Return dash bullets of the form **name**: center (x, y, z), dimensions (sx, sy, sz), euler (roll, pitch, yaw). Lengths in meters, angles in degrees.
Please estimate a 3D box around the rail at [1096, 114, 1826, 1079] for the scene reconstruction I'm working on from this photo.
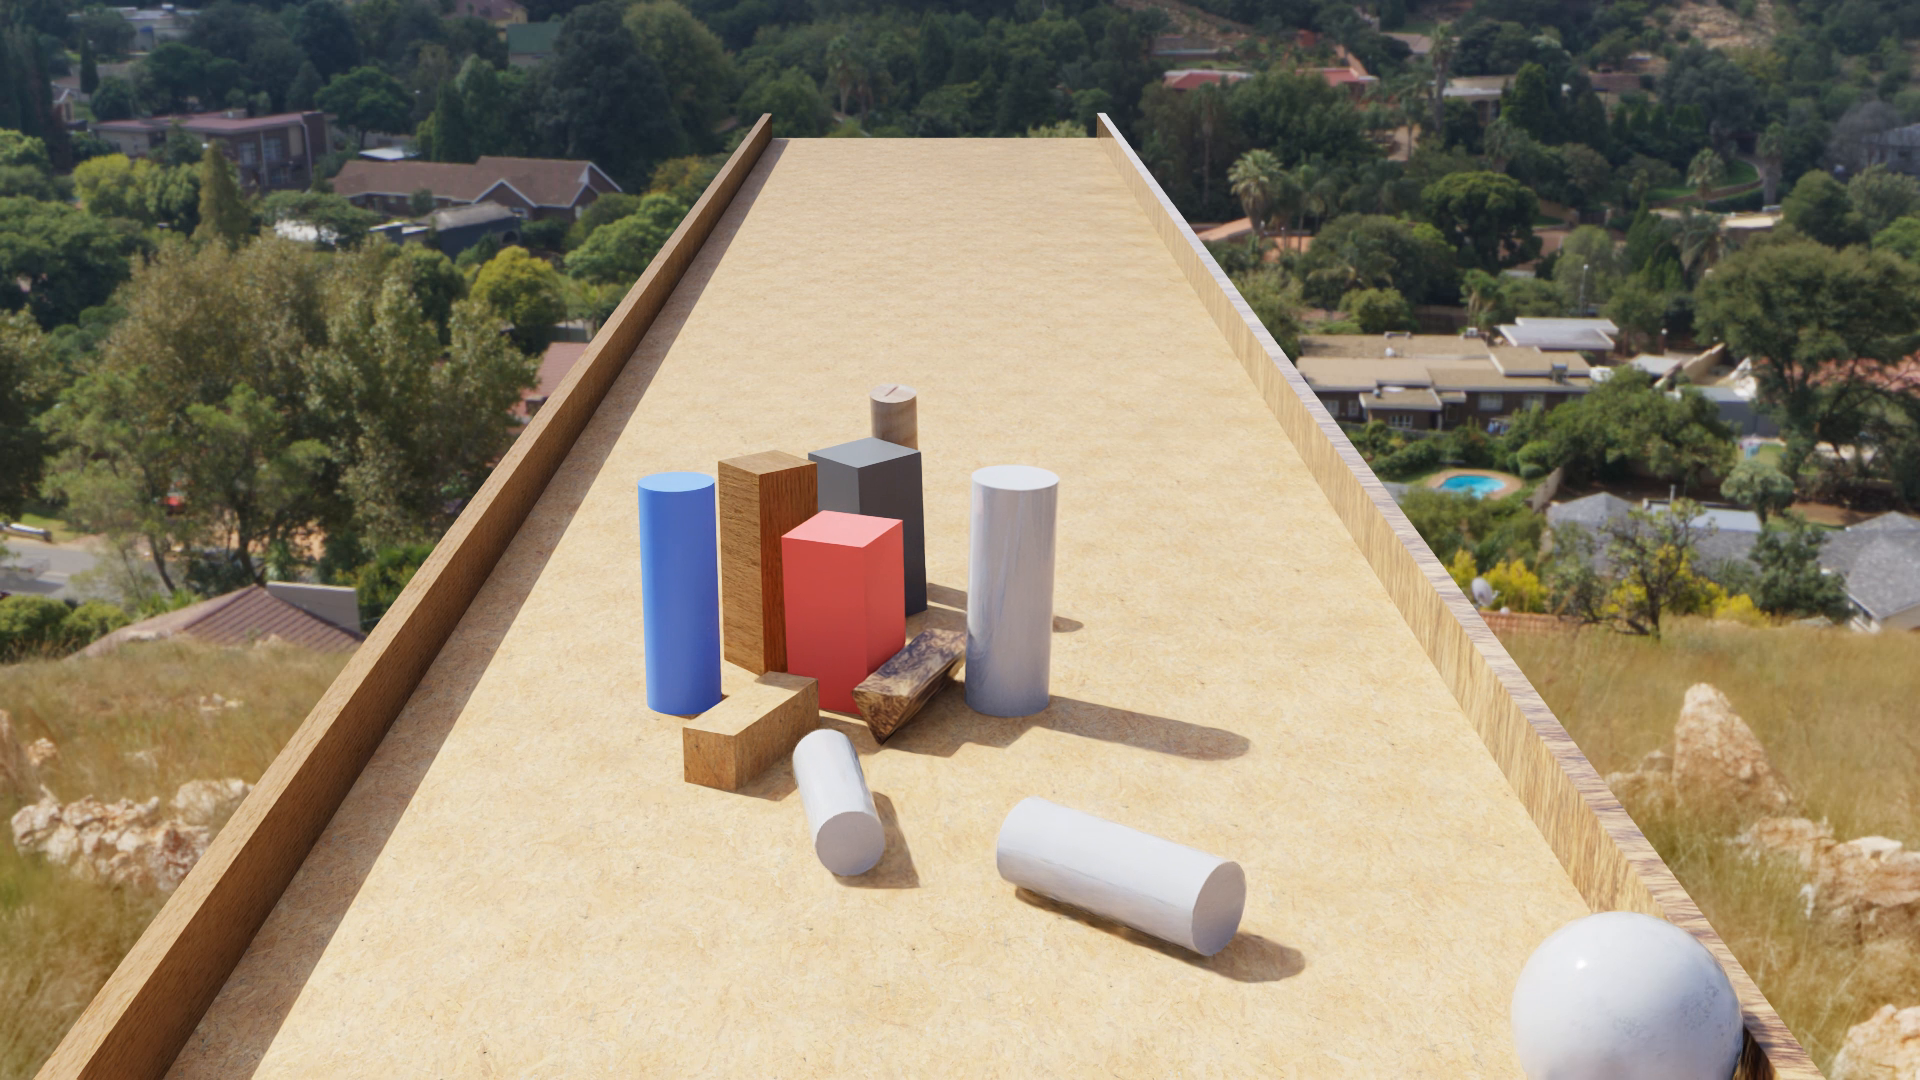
- **rail**: center (0.932, -0.844, 7.801), dimensions (0.050, 0.150, 12.000), euler (0, 17, -1)

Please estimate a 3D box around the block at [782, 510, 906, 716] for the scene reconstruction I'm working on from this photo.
- **block**: center (-0.217, 0.136, 4.170), dimensions (0.168, 0.334, 0.168), euler (7, 21, 23)

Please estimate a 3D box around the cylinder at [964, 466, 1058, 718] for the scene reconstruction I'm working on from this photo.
- **cylinder**: center (0.095, 0.095, 4.118), dimensions (0.162, 0.444, 0.162), euler (2, 18, -1)

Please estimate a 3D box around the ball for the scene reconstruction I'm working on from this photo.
- **ball**: center (0.825, 0.600, 2.726), dimensions (0.276, 0.276, 0.276), euler (0, 17, 0)

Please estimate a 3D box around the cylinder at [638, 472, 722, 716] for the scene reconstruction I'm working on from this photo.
- **cylinder**: center (-0.525, 0.100, 4.129), dimensions (0.142, 0.434, 0.142), euler (0, 17, 0)

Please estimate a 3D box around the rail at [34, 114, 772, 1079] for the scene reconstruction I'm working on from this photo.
- **rail**: center (-1.118, -0.838, 7.780), dimensions (0.050, 0.150, 12.000), euler (0, 17, -1)

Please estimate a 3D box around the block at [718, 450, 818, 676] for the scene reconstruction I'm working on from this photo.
- **block**: center (-0.376, 0.045, 4.350), dimensions (0.138, 0.413, 0.138), euler (-14, 21, -38)

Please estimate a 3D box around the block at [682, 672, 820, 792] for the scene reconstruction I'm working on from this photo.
- **block**: center (-0.368, 0.336, 3.916), dimensions (0.102, 0.102, 0.309), euler (7, 18, 23)

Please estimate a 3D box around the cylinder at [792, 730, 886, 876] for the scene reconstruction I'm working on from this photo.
- **cylinder**: center (-0.201, 0.425, 3.603), dimensions (0.111, 0.111, 0.350), euler (-3, 17, -10)

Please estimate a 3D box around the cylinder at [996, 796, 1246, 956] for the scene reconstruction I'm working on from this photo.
- **cylinder**: center (0.238, 0.500, 3.300), dimensions (0.364, 0.141, 0.141), euler (14, 21, 39)

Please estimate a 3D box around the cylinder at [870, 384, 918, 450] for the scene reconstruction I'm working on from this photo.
- **cylinder**: center (-0.139, -0.112, 4.792), dimensions (0.101, 0.452, 0.101), euler (-1, 27, 0)

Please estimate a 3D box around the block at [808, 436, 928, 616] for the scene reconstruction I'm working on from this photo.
- **block**: center (-0.195, -0.017, 4.655), dimensions (0.169, 0.352, 0.169), euler (-17, 23, -38)

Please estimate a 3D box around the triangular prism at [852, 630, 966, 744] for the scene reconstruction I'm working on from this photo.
- **triangular prism**: center (-0.092, 0.251, 4.130), dimensions (0.097, 0.111, 0.371), euler (35, 25, 8)
